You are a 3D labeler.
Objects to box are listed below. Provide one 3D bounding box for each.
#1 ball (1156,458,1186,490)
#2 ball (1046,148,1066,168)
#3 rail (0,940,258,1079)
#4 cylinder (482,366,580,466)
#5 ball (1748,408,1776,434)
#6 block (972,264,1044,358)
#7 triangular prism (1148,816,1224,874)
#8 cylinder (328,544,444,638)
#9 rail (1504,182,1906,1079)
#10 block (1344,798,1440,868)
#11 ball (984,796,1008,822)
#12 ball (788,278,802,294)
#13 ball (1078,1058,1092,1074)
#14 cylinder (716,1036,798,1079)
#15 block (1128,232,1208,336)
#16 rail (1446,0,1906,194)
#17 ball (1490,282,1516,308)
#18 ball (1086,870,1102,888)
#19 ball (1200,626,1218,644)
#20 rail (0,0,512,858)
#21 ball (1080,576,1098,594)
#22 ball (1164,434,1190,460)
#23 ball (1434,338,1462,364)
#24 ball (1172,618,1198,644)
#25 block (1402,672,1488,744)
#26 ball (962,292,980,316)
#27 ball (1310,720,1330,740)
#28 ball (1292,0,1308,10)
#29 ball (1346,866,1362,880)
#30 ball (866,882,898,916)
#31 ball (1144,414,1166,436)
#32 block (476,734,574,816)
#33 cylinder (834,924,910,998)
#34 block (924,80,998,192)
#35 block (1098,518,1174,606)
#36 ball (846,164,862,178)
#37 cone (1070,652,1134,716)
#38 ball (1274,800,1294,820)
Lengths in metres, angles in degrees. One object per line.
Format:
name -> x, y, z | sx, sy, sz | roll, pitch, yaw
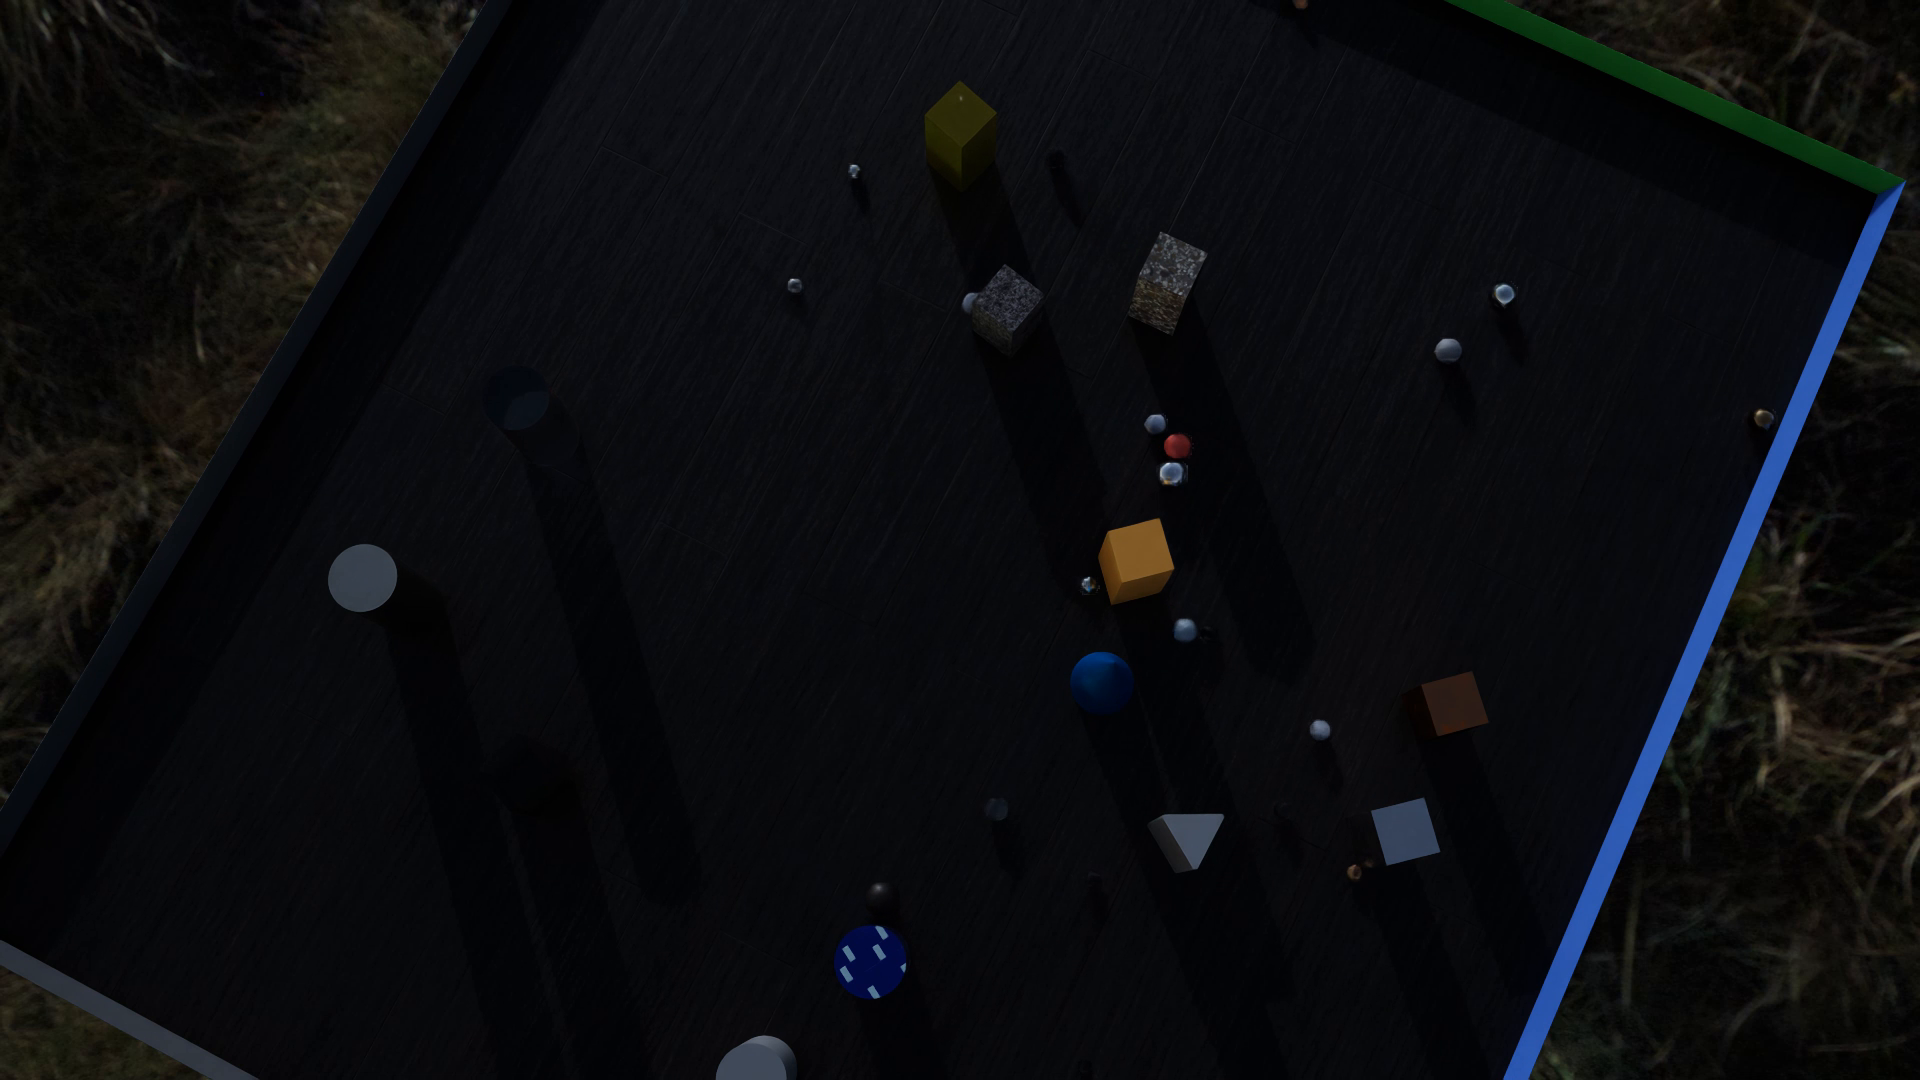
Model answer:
ball -> 0.646, -0.201, 5.609 | 0.097, 0.097, 0.097 | 0, 78, 0
ball -> 0.304, -1.216, 5.835 | 0.064, 0.064, 0.064 | 0, 78, 0
rail -> -1.037, 2.037, 5.130 | 4.268, 0.126, 0.045 | 26, 80, 5
cylinder -> -1.275, -0.365, 5.473 | 0.193, 0.429, 0.193 | 0, 78, 0
ball -> 2.473, -0.368, 5.653 | 0.078, 0.078, 0.078 | 0, 78, 0
block -> 0.146, -0.698, 5.625 | 0.155, 0.266, 0.155 | 39, 81, 7
triangular prism -> 0.661, 0.834, 5.224 | 0.145, 0.431, 0.167 | -30, 80, -6
cylinder -> -1.669, 0.153, 5.347 | 0.193, 0.465, 0.193 | 0, 78, 0
rail -> 1.888, 0.931, 5.359 | 0.045, 0.126, 4.684 | 26, 80, 5
block -> 1.236, 0.845, 5.259 | 0.155, 0.357, 0.155 | -14, 79, -3
ball -> 0.107, 0.795, 5.415 | 0.073, 0.073, 0.073 | 0, 78, 0
ball -> -0.518, -0.798, 5.757 | 0.048, 0.048, 0.048 | 0, 78, 0
ball -> 0.360, 1.518, 5.280 | 0.044, 0.044, 0.044 | 0, 78, 0
cylinder -> -0.566, 1.499, 5.135 | 0.193, 0.336, 0.193 | 0, 78, 0
block -> 0.631, -0.778, 5.594 | 0.155, 0.360, 0.155 | 26, 79, 5
rail -> 1.037, -2.024, 5.970 | 4.268, 0.126, 0.045 | 26, 80, 5
ball -> 1.700, -0.765, 5.734 | 0.080, 0.080, 0.080 | 0, 78, 0
ball -> 0.392, 0.995, 5.385 | 0.050, 0.050, 0.050 | 0, 78, 0
ball -> 0.751, 0.285, 5.531 | 0.053, 0.053, 0.053 | 0, 78, 0
rail -> -1.888, -0.918, 5.741 | 0.045, 0.126, 4.684 | 26, 80, 5
ball -> 0.390, 0.136, 5.561 | 0.053, 0.053, 0.053 | 0, 78, 0
ball -> 0.668, -0.288, 5.634 | 0.083, 0.083, 0.083 | 0, 78, 0
ball -> 1.518, -0.588, 5.697 | 0.081, 0.081, 0.081 | 0, 78, 0
ball -> 0.679, 0.273, 5.521 | 0.077, 0.077, 0.077 | 0, 78, 0
block -> 1.425, 0.495, 5.392 | 0.155, 0.238, 0.155 | -15, 79, -3
ball -> 0.045, -0.738, 5.731 | 0.076, 0.076, 0.076 | 0, 78, 0
ball -> 1.074, 0.568, 5.468 | 0.061, 0.061, 0.061 | 0, 78, 0
ball -> 1.107, -1.750, 5.953 | 0.051, 0.051, 0.051 | 0, 78, 0
ball -> 1.160, 0.979, 5.392 | 0.044, 0.044, 0.044 | 0, 78, 0
ball -> -0.229, 1.048, 5.350 | 0.096, 0.096, 0.096 | 0, 78, 0
ball -> 0.603, -0.357, 5.657 | 0.066, 0.066, 0.066 | 0, 78, 0
block -> -1.258, 0.685, 5.318 | 0.155, 0.307, 0.155 | -41, 81, -8
cylinder -> -0.241, 1.177, 5.137 | 0.193, 0.462, 0.193 | 0, 78, 0
block -> 0.002, -1.249, 5.695 | 0.155, 0.352, 0.155 | 43, 81, 8
block -> 0.516, 0.068, 5.406 | 0.155, 0.384, 0.155 | -14, 79, -3
ball -> -0.337, -1.174, 5.836 | 0.046, 0.046, 0.046 | 0, 78, 0
cone -> 0.429, 0.385, 5.299 | 0.193, 0.465, 0.193 | 0, 78, 0
ball -> 0.957, 0.798, 5.422 | 0.057, 0.057, 0.057 | 0, 78, 0
